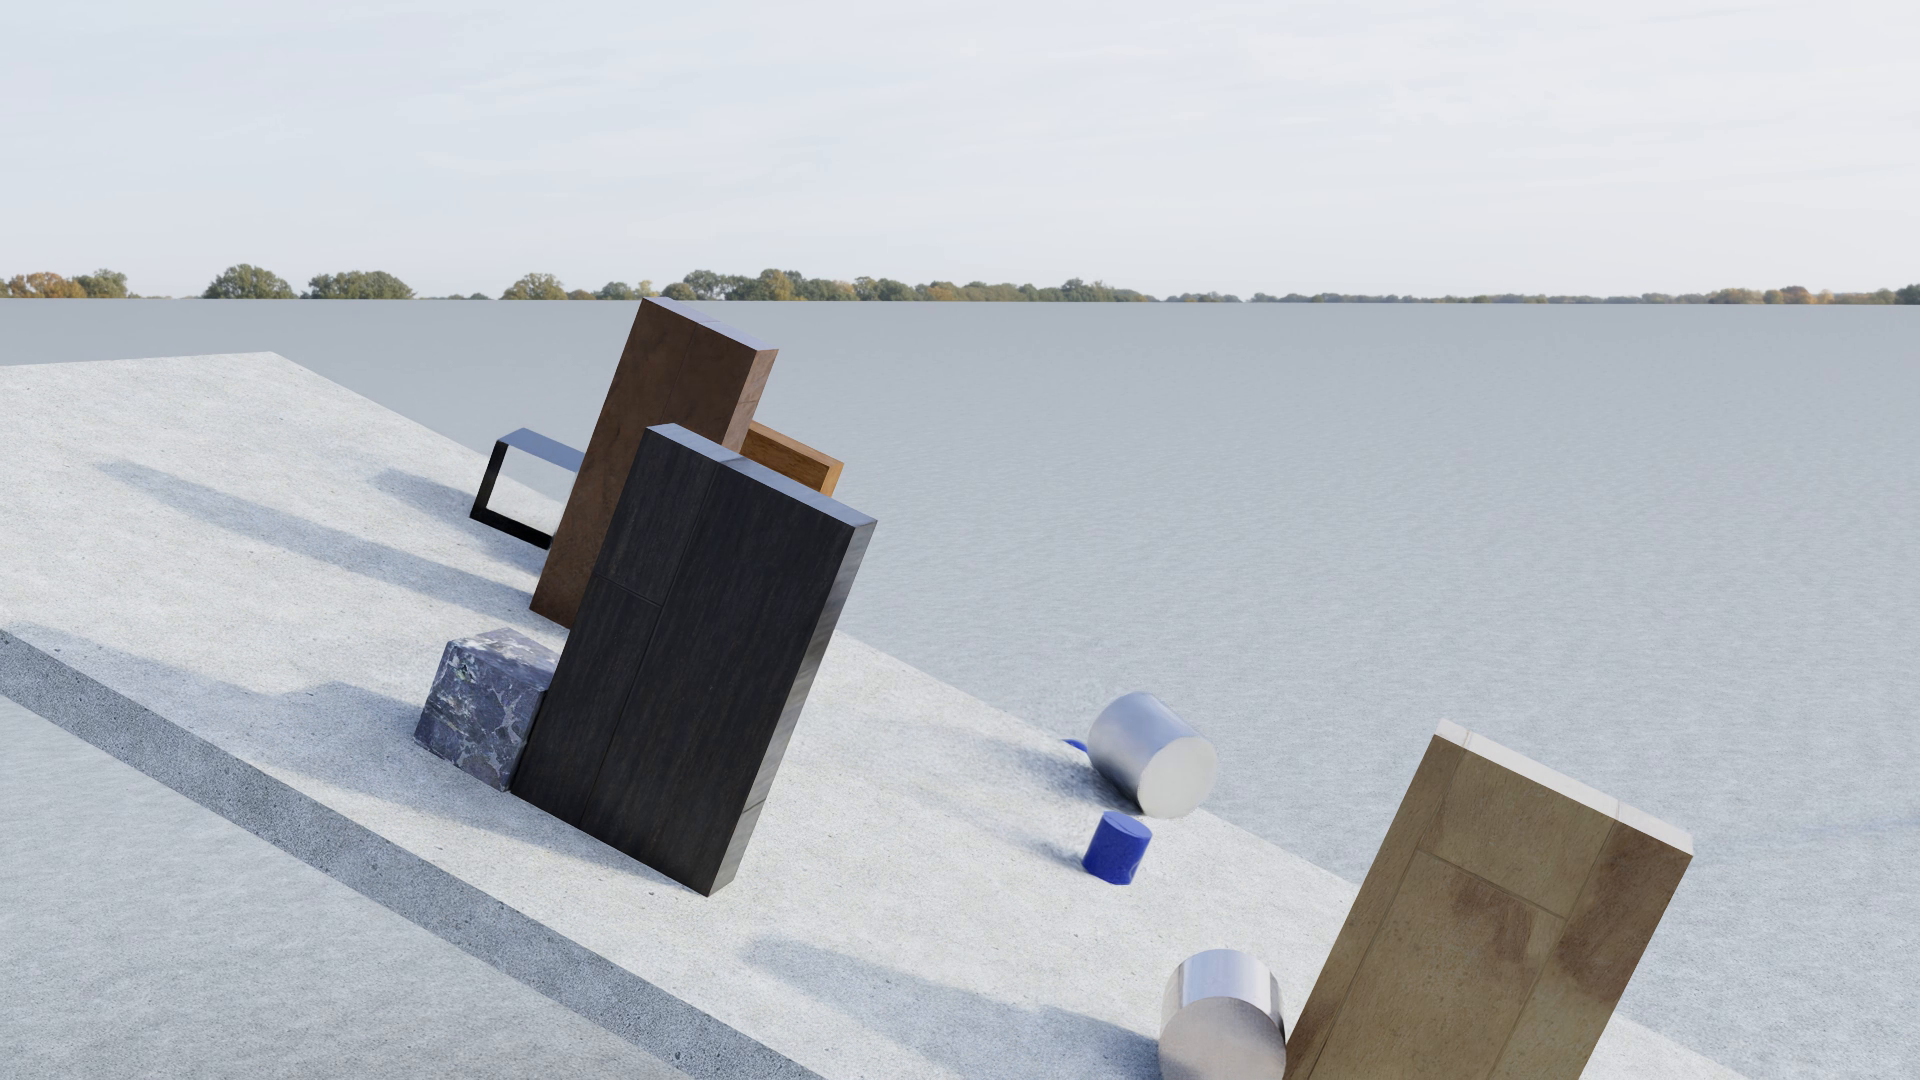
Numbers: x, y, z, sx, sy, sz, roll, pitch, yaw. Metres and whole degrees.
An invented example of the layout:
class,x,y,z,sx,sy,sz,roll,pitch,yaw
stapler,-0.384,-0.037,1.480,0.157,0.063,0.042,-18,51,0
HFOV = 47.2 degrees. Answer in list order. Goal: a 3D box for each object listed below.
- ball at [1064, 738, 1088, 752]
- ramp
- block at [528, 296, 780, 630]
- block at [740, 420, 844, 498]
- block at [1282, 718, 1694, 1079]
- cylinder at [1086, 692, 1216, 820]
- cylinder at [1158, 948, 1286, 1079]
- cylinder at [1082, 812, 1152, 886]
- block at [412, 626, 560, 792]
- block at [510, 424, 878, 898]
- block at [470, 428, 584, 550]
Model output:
class,x,y,z,sx,sy,sz,roll,pitch,yaw
ball,0.389,0.808,7.835,0.201,0.201,0.201,0,7,0
ramp,-0.295,0.518,4.188,4.000,0.100,2.000,25,13,13
block,-0.623,-0.121,4.452,0.264,0.690,0.114,25,13,13
block,-0.529,-0.058,4.938,0.408,0.428,0.095,25,13,13
block,0.817,0.698,3.528,0.424,0.697,0.136,25,13,13
cylinder,0.423,0.476,4.853,0.207,0.207,0.207,-4,26,-31
cylinder,0.428,0.799,3.582,0.202,0.202,0.202,1,11,7
cylinder,0.311,0.611,4.356,0.108,0.108,0.108,21,13,-5
block,-0.767,0.283,3.707,0.188,0.188,0.188,26,13,16
block,-0.436,0.193,3.561,0.381,0.661,0.106,25,13,13
block,-0.964,-0.118,4.989,0.191,0.191,0.191,23,13,2
